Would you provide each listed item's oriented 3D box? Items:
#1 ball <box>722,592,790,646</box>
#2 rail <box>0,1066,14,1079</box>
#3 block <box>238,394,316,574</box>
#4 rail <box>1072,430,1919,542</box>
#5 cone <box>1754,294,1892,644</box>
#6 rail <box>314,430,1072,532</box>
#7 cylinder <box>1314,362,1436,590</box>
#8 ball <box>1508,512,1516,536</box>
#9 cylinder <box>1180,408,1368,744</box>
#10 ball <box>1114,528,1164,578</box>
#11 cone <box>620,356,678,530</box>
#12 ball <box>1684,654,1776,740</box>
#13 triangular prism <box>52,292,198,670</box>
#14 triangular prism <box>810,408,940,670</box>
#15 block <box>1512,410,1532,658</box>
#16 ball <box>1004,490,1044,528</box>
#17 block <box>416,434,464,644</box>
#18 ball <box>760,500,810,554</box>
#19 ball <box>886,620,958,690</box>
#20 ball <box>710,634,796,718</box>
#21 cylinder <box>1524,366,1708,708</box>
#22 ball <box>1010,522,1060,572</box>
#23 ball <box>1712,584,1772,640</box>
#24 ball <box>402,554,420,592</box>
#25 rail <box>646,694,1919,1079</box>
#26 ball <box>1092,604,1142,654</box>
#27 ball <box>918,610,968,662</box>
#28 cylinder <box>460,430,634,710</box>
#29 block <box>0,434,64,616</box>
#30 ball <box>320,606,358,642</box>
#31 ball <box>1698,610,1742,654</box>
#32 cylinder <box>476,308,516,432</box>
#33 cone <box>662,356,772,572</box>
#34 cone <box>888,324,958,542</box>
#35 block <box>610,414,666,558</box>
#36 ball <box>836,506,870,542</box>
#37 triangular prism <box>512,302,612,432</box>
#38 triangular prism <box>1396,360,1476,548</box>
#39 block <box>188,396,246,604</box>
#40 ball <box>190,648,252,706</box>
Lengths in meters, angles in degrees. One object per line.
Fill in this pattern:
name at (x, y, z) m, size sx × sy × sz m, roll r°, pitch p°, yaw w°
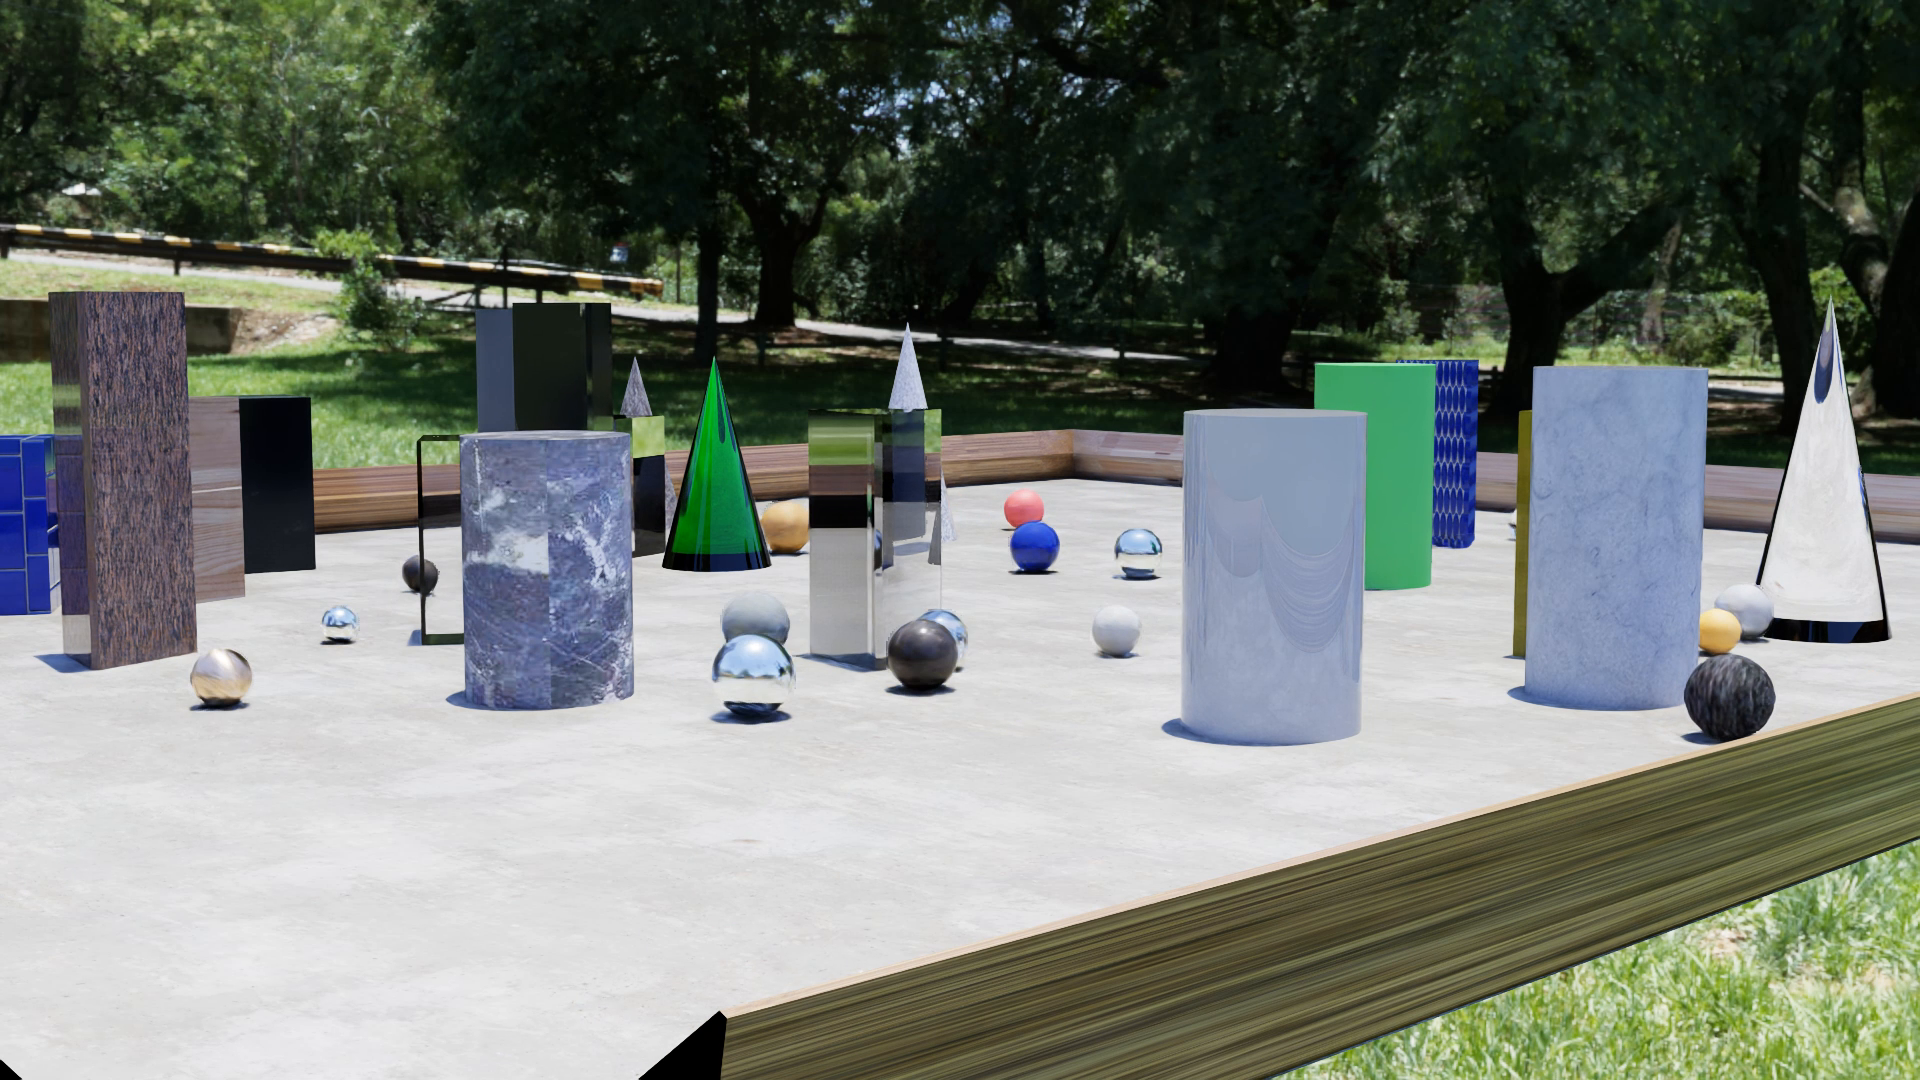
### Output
ball at (-0.260, 0.109, 2.804) m, size 0.086 × 0.086 × 0.086 m, roll 0°, pitch 6°, yaw 0°
rail at (-1.399, 0.167, 2.049) m, size 0.045 × 0.125 × 3.294 m, roll -6°, pitch 8°, yaw -42°
block at (-1.210, -0.098, 3.773) m, size 0.154 × 0.295 × 0.154 m, roll -4°, pitch 7°, yaw -33°
rail at (1.399, -0.102, 4.615) m, size 0.045 × 0.125 × 3.294 m, roll -6°, pitch 8°, yaw -42°
cone at (1.181, -0.103, 3.006) m, size 0.193 × 0.465 × 0.193 m, roll 0°, pitch 6°, yaw 0°
rail at (-1.101, -0.092, 4.518) m, size 3.853 × 0.125 × 0.045 m, roll -6°, pitch 8°, yaw -42°
cylinder at (0.671, -0.107, 3.572) m, size 0.193 × 0.355 × 0.193 m, roll 0°, pitch 6°, yaw 0°
ball at (1.091, -0.031, 4.244) m, size 0.062 × 0.062 × 0.062 m, roll 0°, pitch 6°, yaw 0°
cylinder at (0.332, 0.033, 2.335) m, size 0.193 × 0.335 × 0.193 m, roll 0°, pitch 6°, yaw 0°
ball at (0.296, 0.021, 3.654) m, size 0.083 × 0.083 × 0.083 m, roll 0°, pitch 6°, yaw 0°
cone at (-0.662, -0.202, 4.494) m, size 0.193 × 0.350 × 0.193 m, roll 0°, pitch 6°, yaw 0°
ball at (0.797, 0.163, 2.278) m, size 0.089 × 0.089 × 0.089 m, roll 0°, pitch 6°, yaw 0°
triangular prism at (-1.053, -0.082, 2.800) m, size 0.144 × 0.466 × 0.167 m, roll -4°, pitch 7°, yaw -33°
triangular prism at (-0.086, -0.007, 2.804) m, size 0.144 × 0.317 × 0.167 m, roll -4°, pitch 7°, yaw -34°
block at (0.820, -0.008, 2.819) m, size 0.154 × 0.315 × 0.154 m, roll 6°, pitch 8°, yaw 43°
ball at (0.130, -0.061, 4.440) m, size 0.082 × 0.082 × 0.082 m, roll 0°, pitch 6°, yaw 0°
block at (-0.653, -0.004, 2.997) m, size 0.154 × 0.271 × 0.154 m, roll -1°, pitch 6°, yaw -10°
ball at (-0.317, -0.023, 4.009) m, size 0.096 × 0.096 × 0.096 m, roll 0°, pitch 6°, yaw 0°
ball at (-0.044, 0.134, 2.573) m, size 0.083 × 0.083 × 0.083 m, roll 0°, pitch 6°, yaw 0°
ball at (-0.226, 0.148, 2.406) m, size 0.092 × 0.092 × 0.092 m, roll 0°, pitch 6°, yaw 0°
cylinder at (0.754, -0.009, 2.532) m, size 0.193 × 0.377 × 0.193 m, roll 0°, pitch 6°, yaw 0°
ball at (0.127, 0.012, 3.728) m, size 0.086 × 0.086 × 0.086 m, roll 0°, pitch 6°, yaw 0°
ball at (1.056, 0.097, 2.967) m, size 0.076 × 0.076 × 0.076 m, roll 0°, pitch 6°, yaw 0°
ball at (-0.851, 0.052, 3.474) m, size 0.059 × 0.059 × 0.059 m, roll 0°, pitch 6°, yaw 0°
rail at (1.101, 0.157, 2.146) m, size 3.853 × 0.125 × 0.045 m, roll -6°, pitch 8°, yaw -42°
ball at (0.202, 0.116, 2.837) m, size 0.065 × 0.065 × 0.065 m, roll 0°, pitch 6°, yaw 0°
ball at (-0.026, 0.123, 2.722) m, size 0.074 × 0.074 × 0.074 m, roll 0°, pitch 6°, yaw 0°
cylinder at (-0.475, 0.029, 2.533) m, size 0.193 × 0.301 × 0.193 m, roll 0°, pitch 6°, yaw 0°
block at (-1.425, -0.024, 3.262) m, size 0.154 × 0.255 × 0.154 m, roll -2°, pitch 6°, yaw -14°
ball at (-0.830, 0.113, 2.942) m, size 0.048 × 0.048 × 0.048 m, roll 0°, pitch 6°, yaw 0°
ball at (0.978, 0.119, 2.840) m, size 0.059 × 0.059 × 0.059 m, roll 0°, pitch 6°, yaw 0°
cylinder at (-0.816, -0.215, 4.170) m, size 0.193 × 0.444 × 0.193 m, roll 0°, pitch 6°, yaw 0°
cone at (-0.423, -0.138, 3.810) m, size 0.193 × 0.366 × 0.193 m, roll 0°, pitch 6°, yaw 0°
cone at (-0.101, -0.211, 4.249) m, size 0.193 × 0.420 × 0.193 m, roll 0°, pitch 6°, yaw 0°
block at (-0.643, -0.098, 3.985) m, size 0.154 × 0.251 × 0.154 m, roll 3°, pitch 7°, yaw 28°
ball at (-0.204, -0.031, 4.202) m, size 0.067 × 0.067 × 0.067 m, roll 0°, pitch 6°, yaw 0°
triangular prism at (-0.630, -0.168, 3.672) m, size 0.167 × 0.455 × 0.144 m, roll 4°, pitch 7°, yaw 32°
triangular prism at (0.939, -0.169, 4.191) m, size 0.144 × 0.348 × 0.167 m, roll -6°, pitch 8°, yaw -42°
block at (-1.213, -0.063, 3.366) m, size 0.154 × 0.310 × 0.154 m, roll 3°, pitch 7°, yaw 29°
ball at (-0.829, 0.154, 2.468) m, size 0.066 × 0.066 × 0.066 m, roll 0°, pitch 6°, yaw 0°
